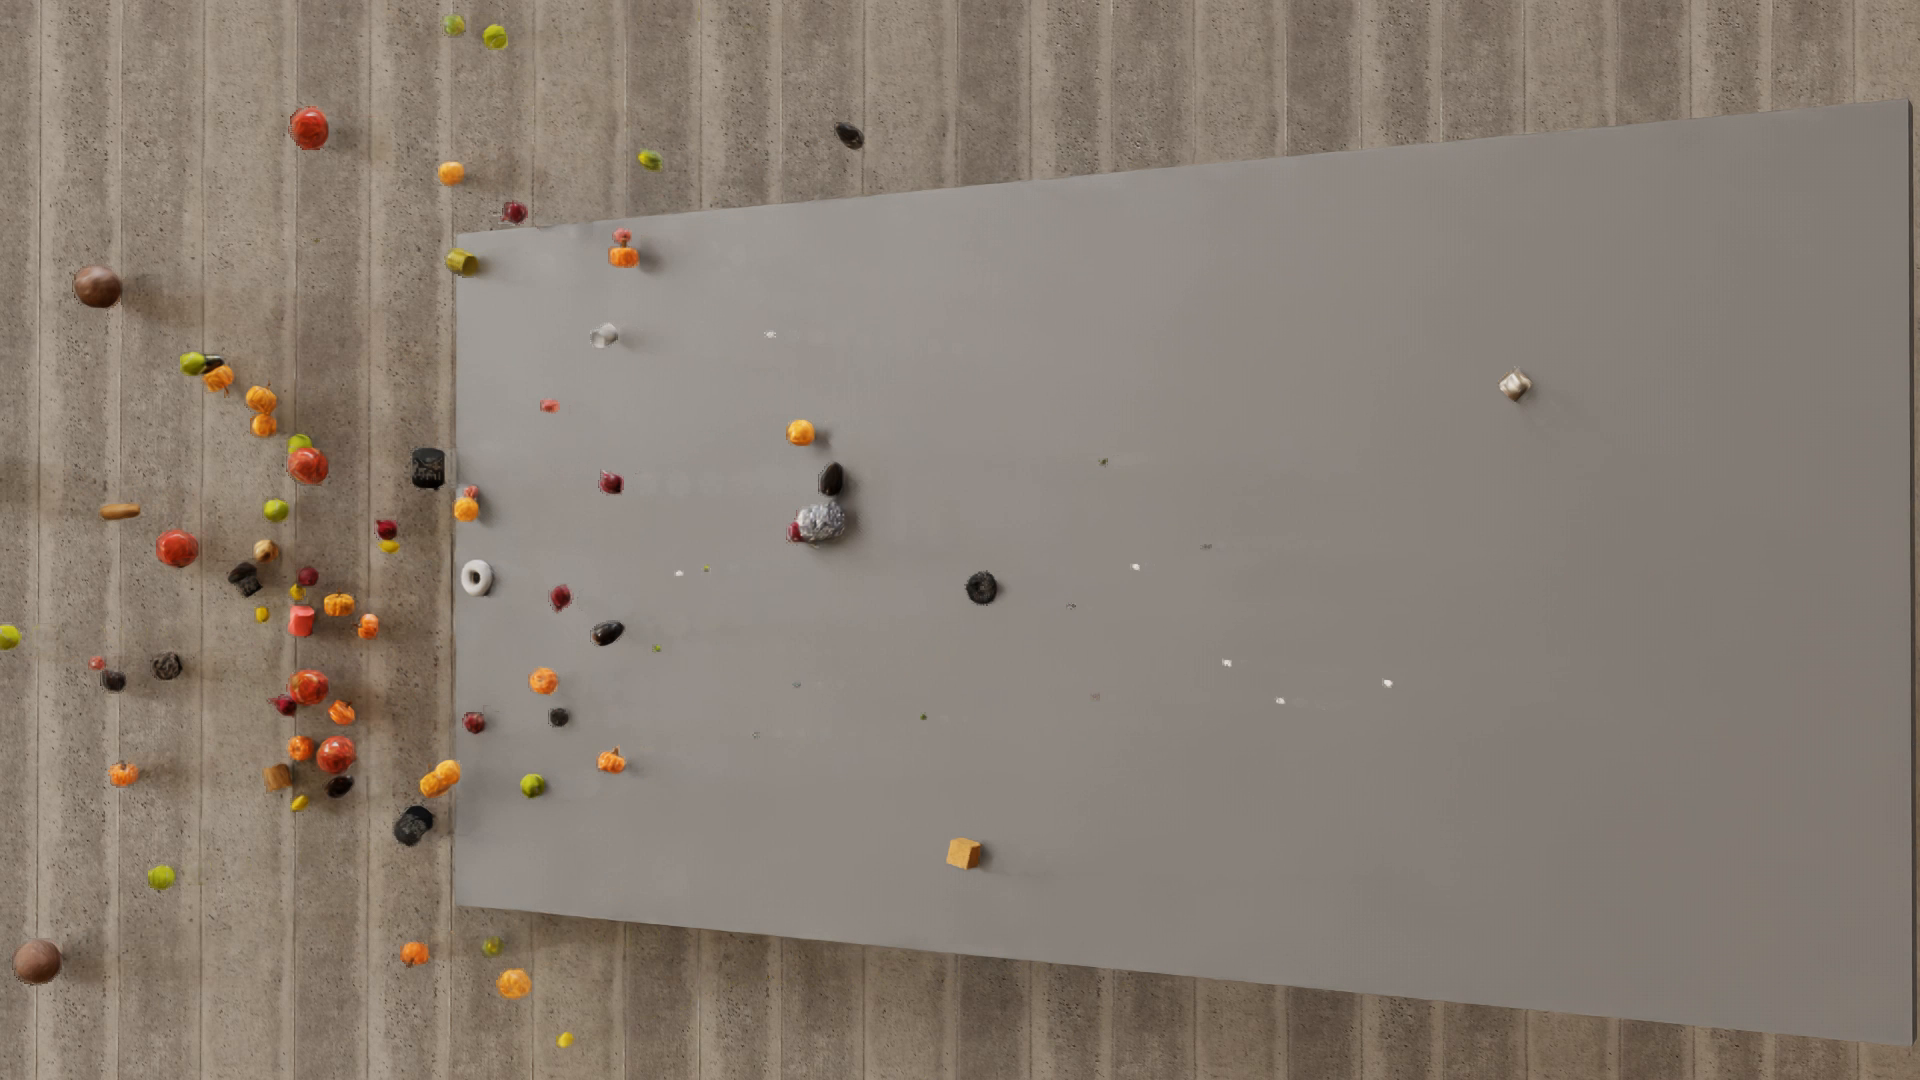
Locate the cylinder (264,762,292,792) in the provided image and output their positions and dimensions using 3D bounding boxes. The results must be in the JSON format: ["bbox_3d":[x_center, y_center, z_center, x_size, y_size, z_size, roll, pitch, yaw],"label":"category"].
[{"bbox_3d":[-2.048,0.713,6.605,0.069,0.069,0.069,-18,94,0],"label":"cylinder"}]

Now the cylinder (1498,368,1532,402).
[{"bbox_3d":[1.267,-0.354,5.014,0.053,0.053,0.053,46,111,0],"label":"cylinder"}]

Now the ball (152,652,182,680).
[{"bbox_3d":[-2.379,0.379,6.602,0.084,0.084,0.084,0,89,0],"label":"ball"}]

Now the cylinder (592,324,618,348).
[{"bbox_3d":[-1.006,-0.577,6.226,0.053,0.053,0.053,52,49,0],"label":"cylinder"}]

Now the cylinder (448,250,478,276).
[{"bbox_3d":[-1.474,-0.822,6.515,0.064,0.064,0.064,23,89,29],"label":"cylinder"}]

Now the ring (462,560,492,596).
[{"bbox_3d":[-1.427,0.110,6.497,0.109,0.036,0.109,0,91,30],"label":"ring"}]

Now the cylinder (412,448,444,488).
[{"bbox_3d":[-1.587,-0.215,6.558,0.092,0.092,0.092,7,115,0],"label":"cylinder"}]

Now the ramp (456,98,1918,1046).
[{"bbox_3d":[0.274,0.076,5.642,4.000,0.100,2.000,0,89,29],"label":"ramp"}]

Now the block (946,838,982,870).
[{"bbox_3d":[0.010,0.811,5.687,0.060,0.060,0.060,14,96,28],"label":"block"}]

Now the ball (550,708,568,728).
[{"bbox_3d":[-1.154,0.511,6.332,0.054,0.054,0.054,0,89,0],"label":"ball"}]

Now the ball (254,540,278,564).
[{"bbox_3d":[-2.087,0.034,6.612,0.072,0.072,0.072,0,89,0],"label":"ball"}]

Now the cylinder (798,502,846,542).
[{"bbox_3d":[-0.372,-0.048,5.888,0.092,0.092,0.092,-11,89,28],"label":"cylinder"}]

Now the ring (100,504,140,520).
[{"bbox_3d":[-2.510,-0.086,6.573,0.117,0.117,0.039,-3,97,0],"label":"ring"}]

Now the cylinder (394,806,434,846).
[{"bbox_3d":[-1.636,0.854,6.579,0.087,0.087,0.087,46,125,0],"label":"cylinder"}]

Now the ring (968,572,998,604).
[{"bbox_3d":[0.057,0.124,5.687,0.086,0.029,0.086,0,90,30],"label":"ring"}]
